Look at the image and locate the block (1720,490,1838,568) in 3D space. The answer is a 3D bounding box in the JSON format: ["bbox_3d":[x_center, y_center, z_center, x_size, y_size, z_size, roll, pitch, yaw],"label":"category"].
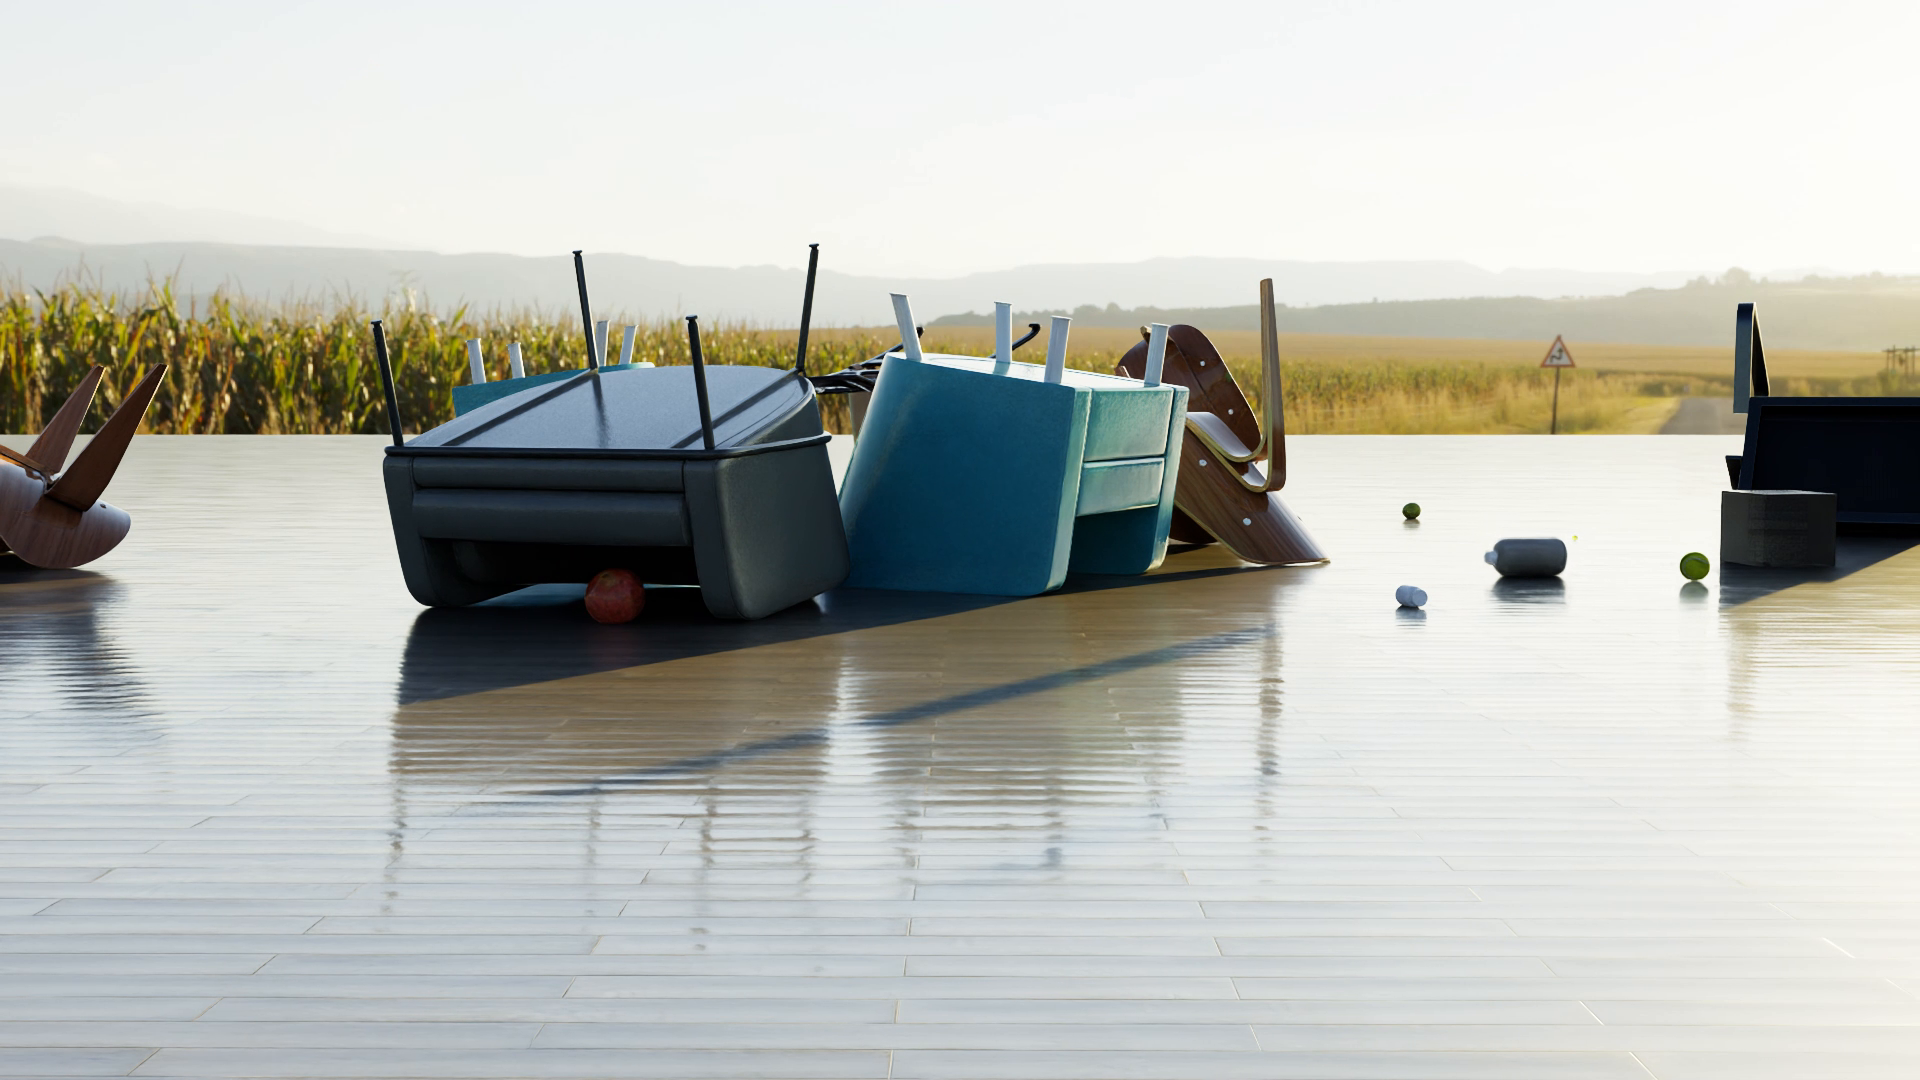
[{"bbox_3d":[2.107,-0.032,5.669,0.197,0.183,0.219,-1,4,-9],"label":"block"}]

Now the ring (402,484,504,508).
[{"bbox_3d":[-1.937,-0.168,8.407,0.402,0.082,0.358,1,3,25],"label":"ring"}]

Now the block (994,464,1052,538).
[{"bbox_3d":[0.191,-0.122,6.745,0.141,0.216,0.138,-1,4,-17],"label":"block"}]

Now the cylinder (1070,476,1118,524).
[{"bbox_3d":[0.449,-0.131,7.348,0.150,0.155,0.175,-45,2,4],"label":"cylinder"}]

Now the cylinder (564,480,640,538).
[{"bbox_3d":[-1.095,-0.097,6.729,0.194,0.170,0.131,3,1,-33],"label":"cylinder"}]
